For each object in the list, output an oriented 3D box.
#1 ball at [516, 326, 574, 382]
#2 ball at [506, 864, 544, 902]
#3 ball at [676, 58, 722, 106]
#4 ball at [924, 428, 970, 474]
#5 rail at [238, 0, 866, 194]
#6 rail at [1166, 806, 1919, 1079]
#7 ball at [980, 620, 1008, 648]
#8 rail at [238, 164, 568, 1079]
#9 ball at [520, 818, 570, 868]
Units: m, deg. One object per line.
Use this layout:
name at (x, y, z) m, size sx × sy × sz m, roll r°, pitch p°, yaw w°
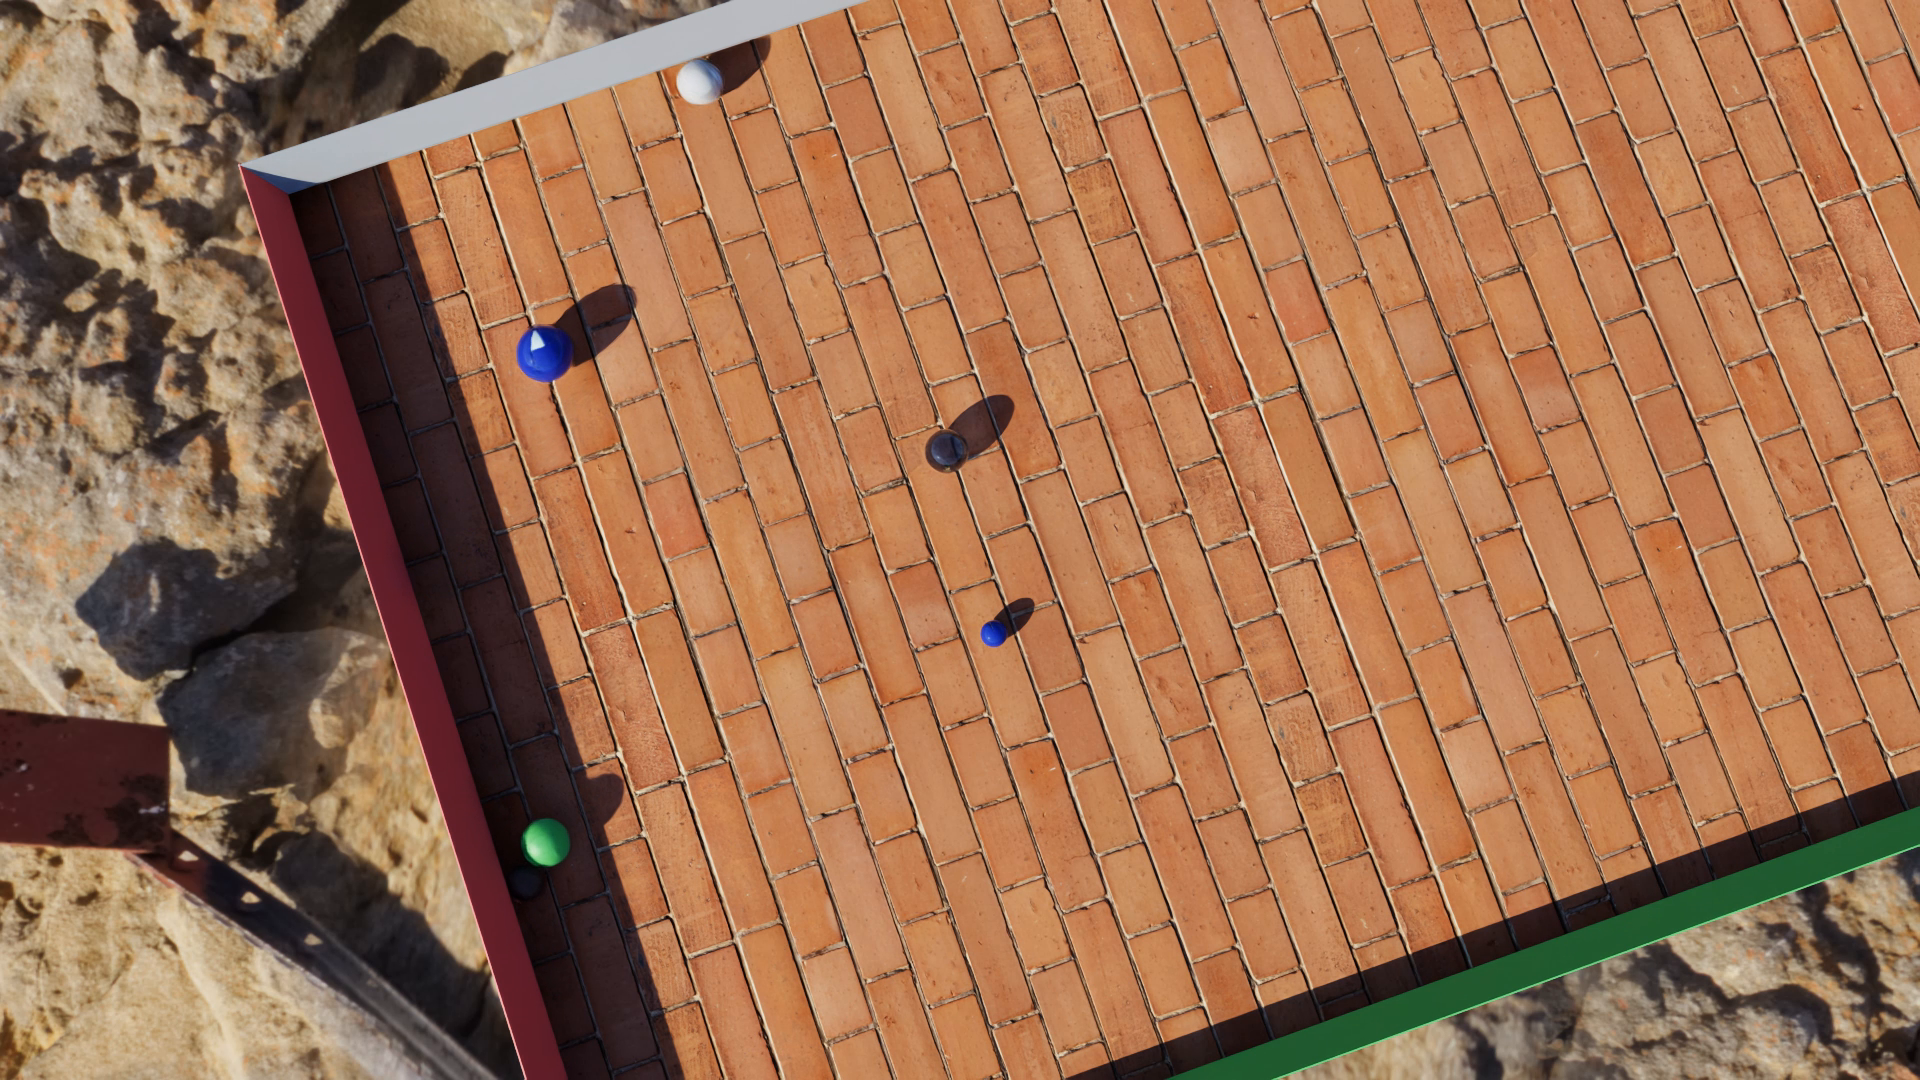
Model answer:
ball at (-0.624, -0.280, 3.305) m, size 0.086 × 0.086 × 0.086 m, roll 0°, pitch 81°, yaw 0°
ball at (-0.633, 0.499, 3.203) m, size 0.054 × 0.054 × 0.054 m, roll 0°, pitch 81°, yaw 0°
ball at (-0.400, -0.703, 3.378) m, size 0.070 × 0.070 × 0.070 m, roll 0°, pitch 81°, yaw 0°
ball at (-0.020, -0.133, 3.293) m, size 0.067 × 0.067 × 0.067 m, roll 0°, pitch 81°, yaw 0°
rail at (0.501, -1.075, 3.412) m, size 3.328 × 0.111 × 0.045 m, roll -19°, pitch 82°, yaw -3°
rail at (1.069, 0.522, 3.170) m, size 3.328 × 0.111 × 0.045 m, roll -19°, pitch 82°, yaw -3°
ball at (0.050, 0.139, 3.264) m, size 0.041 × 0.041 × 0.041 m, roll 0°, pitch 81°, yaw 0°
rail at (-0.763, 0.261, 3.209) m, size 0.045 × 0.111 × 1.760 m, roll -19°, pitch 82°, yaw -3°
ball at (-0.604, 0.441, 3.203) m, size 0.072 × 0.072 × 0.072 m, roll 0°, pitch 81°, yaw 0°
